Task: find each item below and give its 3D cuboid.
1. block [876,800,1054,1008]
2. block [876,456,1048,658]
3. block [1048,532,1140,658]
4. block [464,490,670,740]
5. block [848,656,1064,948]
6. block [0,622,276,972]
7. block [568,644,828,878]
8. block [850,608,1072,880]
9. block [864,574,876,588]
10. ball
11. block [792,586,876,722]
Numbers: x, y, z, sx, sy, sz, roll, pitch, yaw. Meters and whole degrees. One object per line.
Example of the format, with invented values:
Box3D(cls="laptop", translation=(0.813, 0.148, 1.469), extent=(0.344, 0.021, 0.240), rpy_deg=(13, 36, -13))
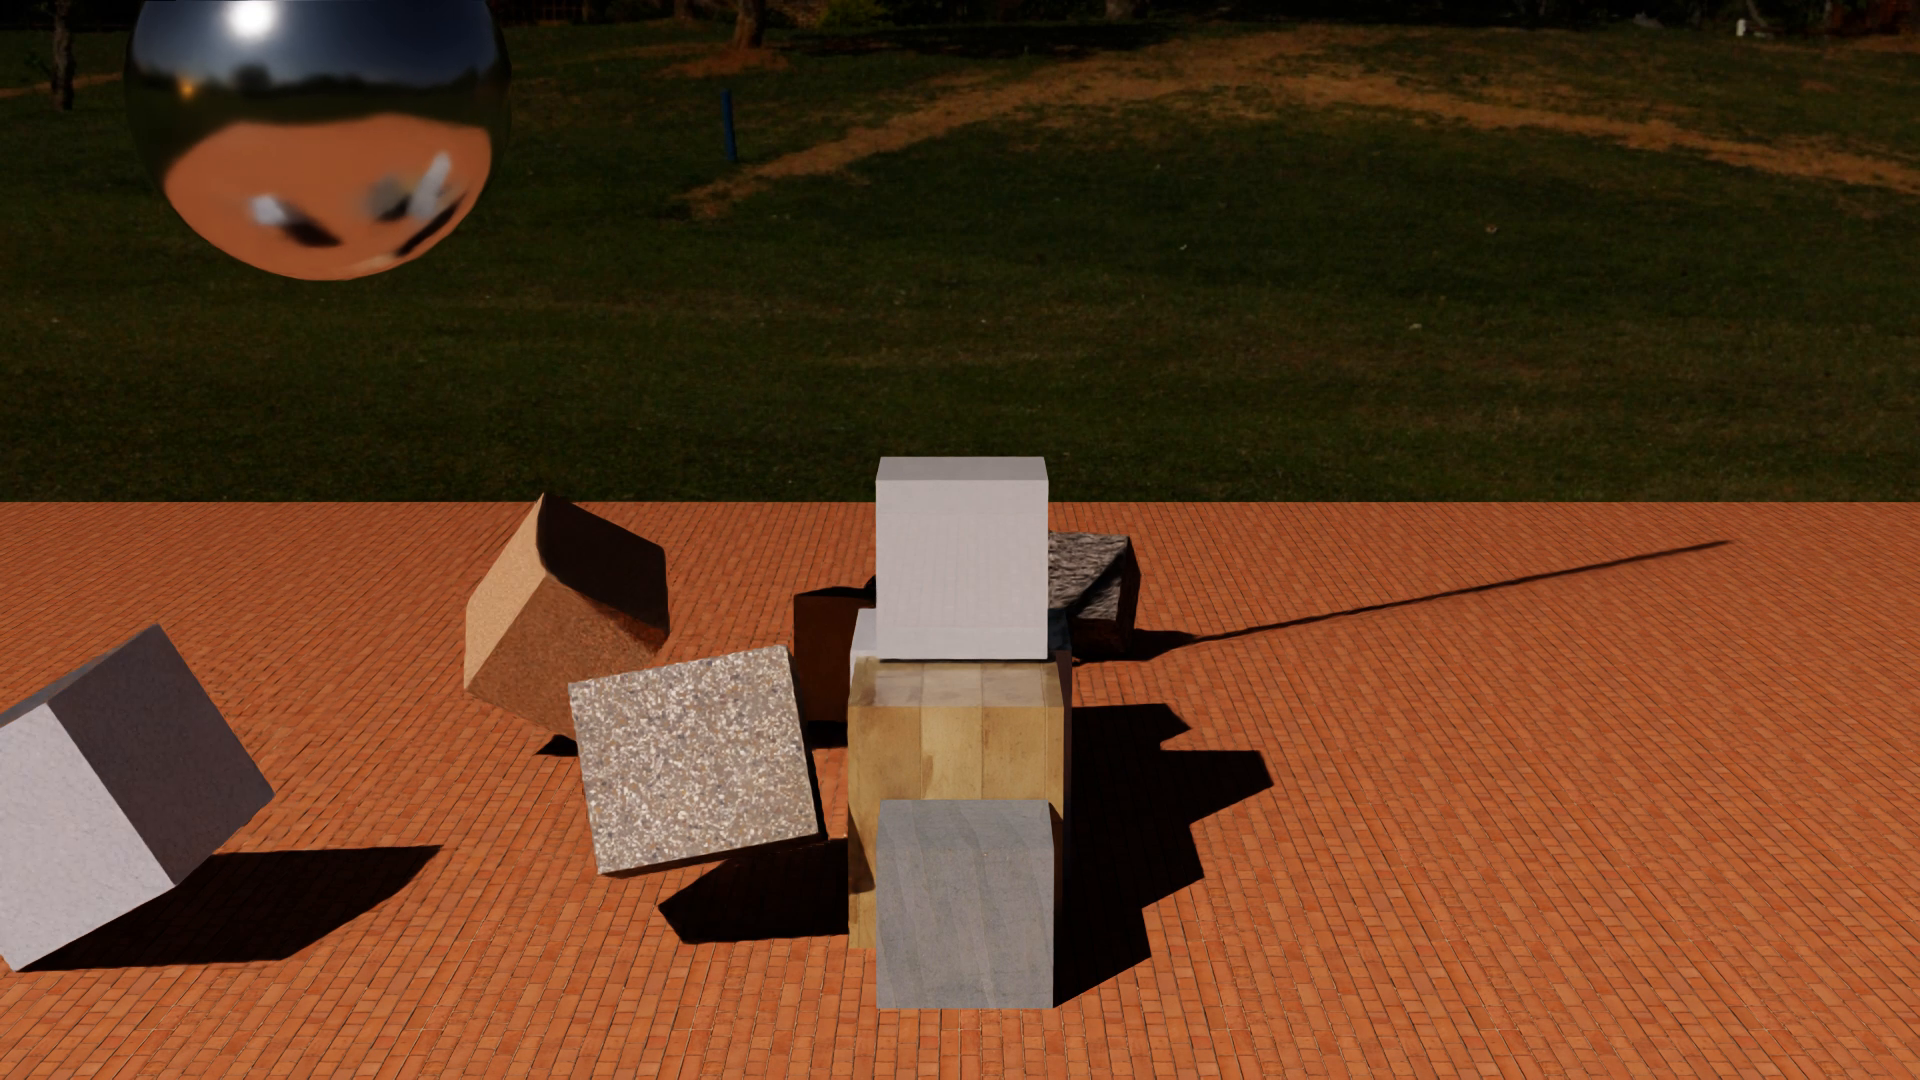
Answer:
Box3D(cls="block", translation=(0.018, 1.412, 10.028), extent=(0.671, 0.633, 0.663), rpy_deg=(0, 10, 0))
Box3D(cls="block", translation=(0.010, 0.068, 11.244), extent=(0.730, 0.774, 0.673), rpy_deg=(0, 10, 0))
Box3D(cls="block", translation=(0.734, 0.331, 15.583), extent=(0.592, 0.568, 0.529), rpy_deg=(3, -27, 15))
Box3D(cls="block", translation=(-2.032, 0.404, 13.236), extent=(0.719, 0.813, 0.780), rpy_deg=(27, 26, -24))
Box3D(cls="block", translation=(-0.017, 1.082, 10.790), extent=(0.866, 1.010, 0.915), rpy_deg=(0, 10, 0))
Box3D(cls="block", translation=(-3.499, 1.022, 10.275), extent=(0.901, 0.857, 0.810), rpy_deg=(-27, 11, 22))
Box3D(cls="block", translation=(-1.052, 0.915, 10.453), extent=(0.873, 0.758, 0.777), rpy_deg=(-10, -9, -2))
Box3D(cls="block", translation=(0.007, 0.908, 11.678), extent=(0.963, 1.035, 0.894), rpy_deg=(0, 10, 0))
Box3D(cls="block", translation=(-0.360, 0.505, 14.640), extent=(0.574, 0.518, 0.572), rpy_deg=(42, 14, 1))
Box3D(cls="ball", translation=(-2.695, -1.895, 10.836), extent=(1.600, 1.600, 1.600), rpy_deg=(0, 10, 0))
Box3D(cls="block", translation=(-0.469, 0.628, 14.017), extent=(0.715, 0.673, 0.595), rpy_deg=(2, 4, 18))
